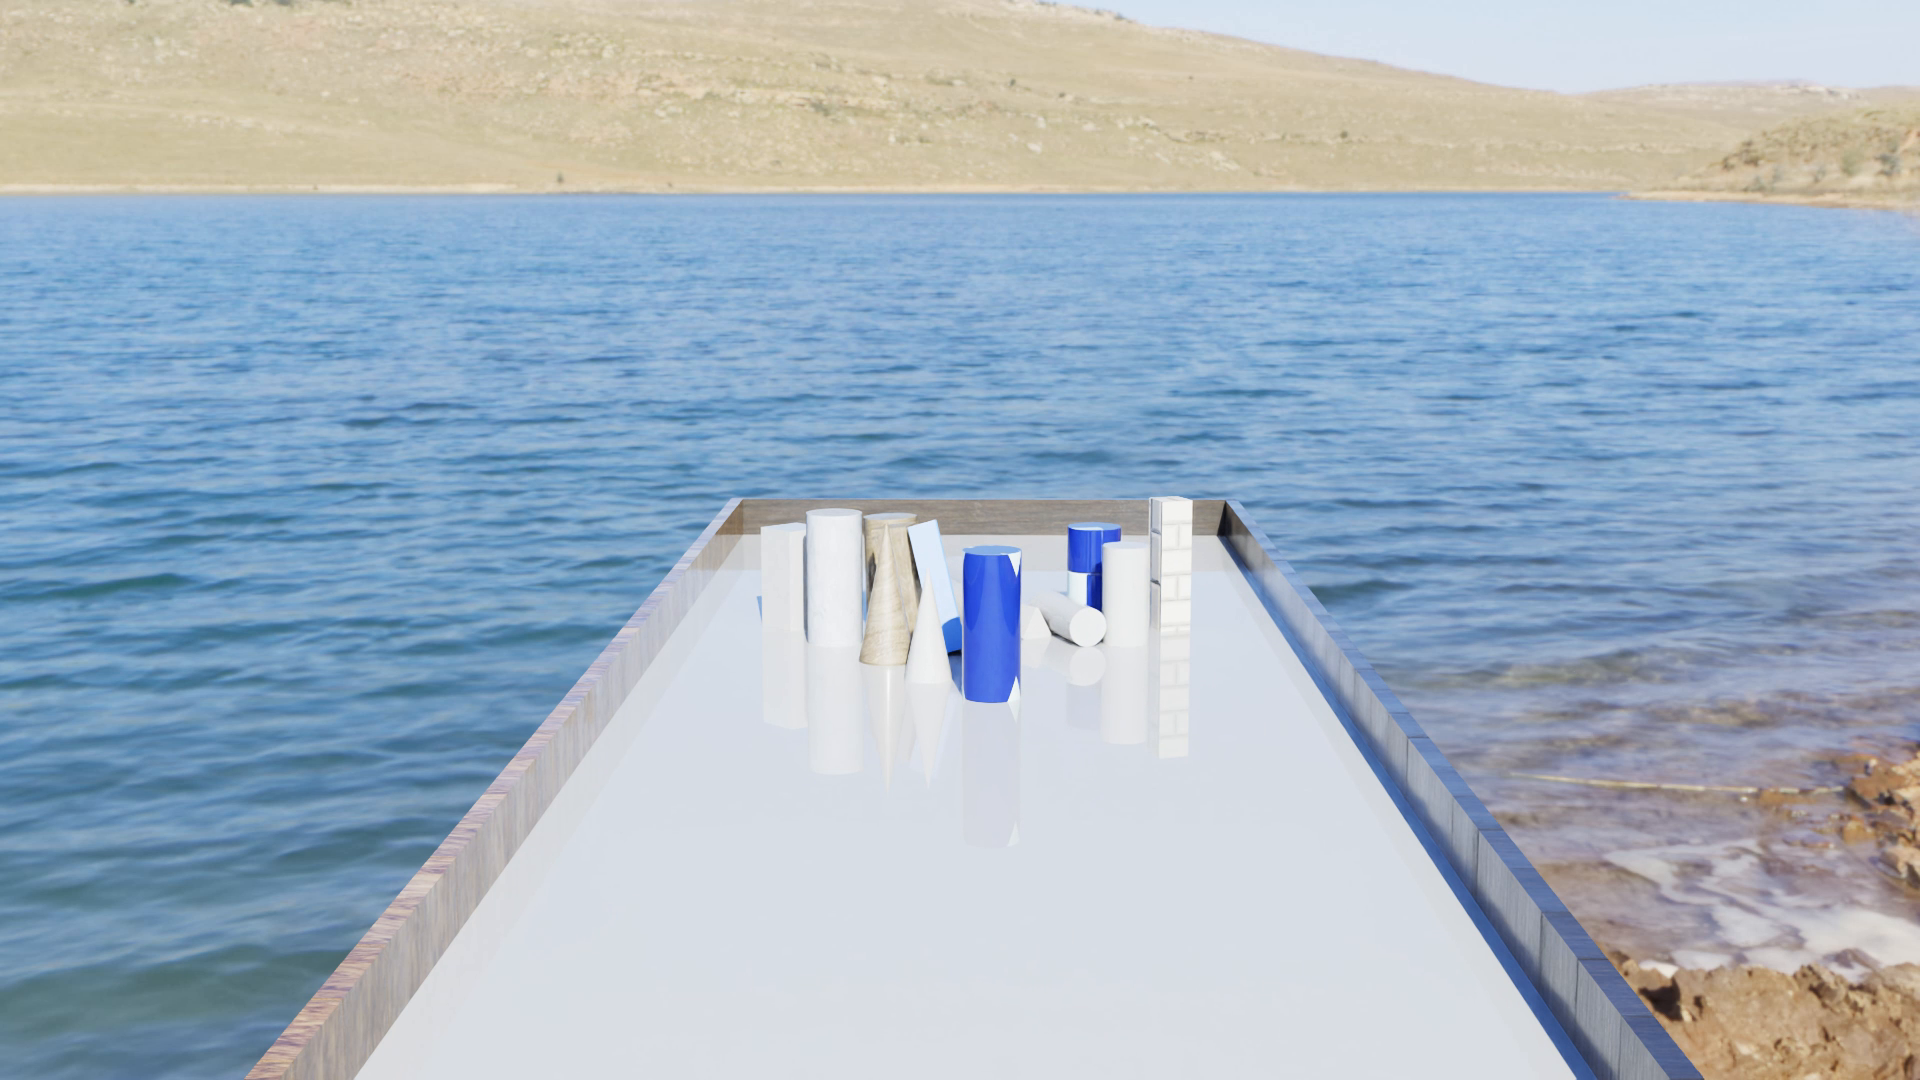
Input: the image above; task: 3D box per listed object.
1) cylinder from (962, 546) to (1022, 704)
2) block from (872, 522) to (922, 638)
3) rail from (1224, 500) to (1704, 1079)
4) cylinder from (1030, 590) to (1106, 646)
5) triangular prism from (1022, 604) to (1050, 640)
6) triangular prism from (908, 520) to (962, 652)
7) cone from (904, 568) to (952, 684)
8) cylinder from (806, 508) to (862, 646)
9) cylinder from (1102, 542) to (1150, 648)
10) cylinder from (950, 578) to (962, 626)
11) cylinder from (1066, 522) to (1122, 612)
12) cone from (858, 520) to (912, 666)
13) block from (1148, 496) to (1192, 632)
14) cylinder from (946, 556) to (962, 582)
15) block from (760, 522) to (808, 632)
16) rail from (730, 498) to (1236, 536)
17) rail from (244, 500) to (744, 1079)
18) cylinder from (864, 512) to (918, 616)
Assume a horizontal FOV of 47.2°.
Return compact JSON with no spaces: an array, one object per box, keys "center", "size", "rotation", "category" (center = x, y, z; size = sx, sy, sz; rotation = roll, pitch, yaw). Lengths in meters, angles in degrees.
[{"center":[0.089,0.235,6.187],"size":[0.167,0.419,0.167],"rotation":[0,9,0],"category":"cylinder"},{"center":[-0.181,0.136,6.936],"size":[0.116,0.368,0.116],"rotation":[-5,7,19],"category":"block"},{"center":[1.046,0.843,3.208],"size":[0.050,0.150,12.000],"rotation":[0,9,1],"category":"rail"},{"center":[0.343,0.248,7.048],"size":[0.124,0.124,0.346],"rotation":[-3,10,-19],"category":"cylinder"},{"center":[0.149,0.242,7.155],"size":[0.112,0.097,0.329],"rotation":[-7,11,-36],"category":"triangular prism"},{"center":[-0.058,0.147,6.814],"size":[0.096,0.406,0.083],"rotation":[-15,-7,18],"category":"triangular prism"},{"center":[-0.093,0.237,6.427],"size":[0.144,0.340,0.144],"rotation":[0,9,0],"category":"cone"},{"center":[-0.396,0.117,6.951],"size":[0.177,0.413,0.177],"rotation":[0,9,0],"category":"cylinder"},{"center":[0.523,0.170,6.937],"size":[0.150,0.312,0.150],"rotation":[0,9,0],"category":"cylinder"},{"center":[0.029,0.235,7.005],"size":[0.164,0.164,0.423],"rotation":[-4,10,-23],"category":"cylinder"},{"center":[0.439,0.118,7.213],"size":[0.176,0.329,0.176],"rotation":[0,9,0],"category":"cylinder"},{"center":[-0.222,0.149,6.664],"size":[0.174,0.440,0.174],"rotation":[0,9,0],"category":"cone"},{"center":[0.684,0.077,7.167],"size":[0.105,0.425,0.105],"rotation":[-3,10,-19],"category":"block"},{"center":[0.033,0.160,7.499],"size":[0.155,0.155,0.369],"rotation":[-2,9,-13],"category":"cylinder"},{"center":[-0.546,0.120,7.210],"size":[0.149,0.327,0.149],"rotation":[-8,12,-42],"category":"block"},{"center":[0.099,-0.098,9.147],"size":[2.100,0.150,0.050],"rotation":[0,9,1],"category":"rail"},{"center":[-1.004,0.839,3.234],"size":[0.050,0.150,12.000],"rotation":[0,9,1],"category":"rail"},{"center":[-0.223,0.101,7.197],"size":[0.175,0.361,0.175],"rotation":[-1,8,0],"category":"cylinder"}]
